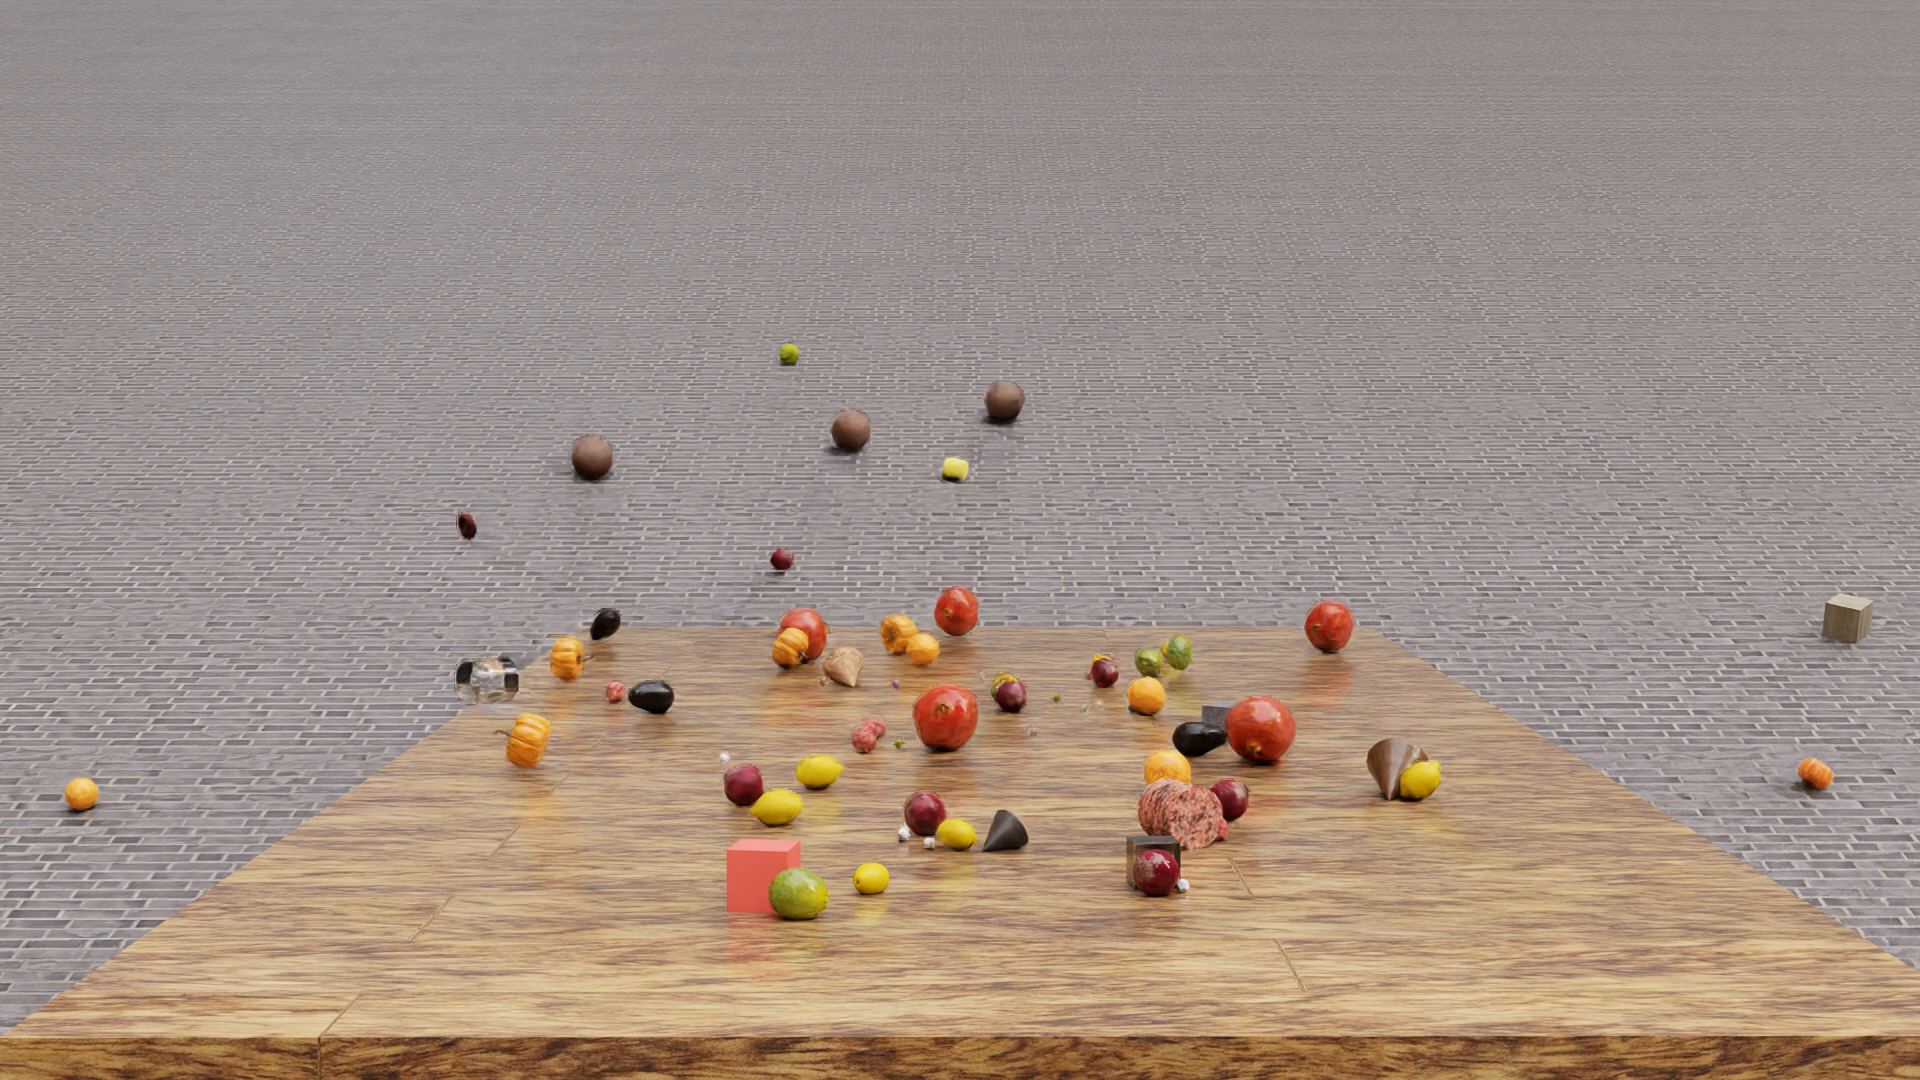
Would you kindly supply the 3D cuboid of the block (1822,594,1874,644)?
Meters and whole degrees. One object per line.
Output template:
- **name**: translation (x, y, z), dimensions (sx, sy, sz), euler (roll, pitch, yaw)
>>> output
- **block**: translation (2.328, 0.205, 6.730), dimensions (0.092, 0.092, 0.092), euler (15, 24, 37)

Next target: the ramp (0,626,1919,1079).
- **ramp**: translation (0.045, 0.406, 4.538), dimensions (2.000, 0.100, 4.000), euler (0, 4, 0)

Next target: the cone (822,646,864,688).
- **cone**: translation (-0.233, 0.283, 5.337), dimensions (0.088, 0.088, 0.088), euler (-5, 32, -15)

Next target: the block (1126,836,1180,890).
- **block**: translation (0.247, 0.412, 3.279), dimensions (0.058, 0.058, 0.058), euler (-1, 4, -7)

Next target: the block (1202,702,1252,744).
- **block**: translation (0.472, 0.324, 4.543), dimensions (0.064, 0.064, 0.064), euler (3, 5, 35)

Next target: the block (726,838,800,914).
- **block**: translation (-0.241, 0.412, 3.154), dimensions (0.075, 0.075, 0.075), euler (1, 4, 9)

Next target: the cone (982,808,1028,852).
- **cone**: translation (0.050, 0.411, 3.520), dimensions (0.061, 0.061, 0.061), euler (17, 44, 40)

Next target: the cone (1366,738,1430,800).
- **cone**: translation (0.668, 0.374, 3.954), dimensions (0.098, 0.098, 0.098), euler (6, 32, 16)

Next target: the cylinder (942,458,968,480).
- **cylinder**: translation (-0.014, -0.223, 8.002), dimensions (0.062, 0.062, 0.062), euler (7, 20, 18)

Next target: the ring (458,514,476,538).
- **ring**: translation (-1.432, -0.040, 7.456), dimensions (0.026, 0.077, 0.077), euler (-18, 26, -35)

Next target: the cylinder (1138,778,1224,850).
- **cylinder**: translation (0.305, 0.379, 3.558), dimensions (0.086, 0.086, 0.086), euler (-10, 8, -26)

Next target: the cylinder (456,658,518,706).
- **cylinder**: translation (-0.930, 0.278, 5.046), dimensions (0.088, 0.088, 0.088), euler (-4, 17, -42)
